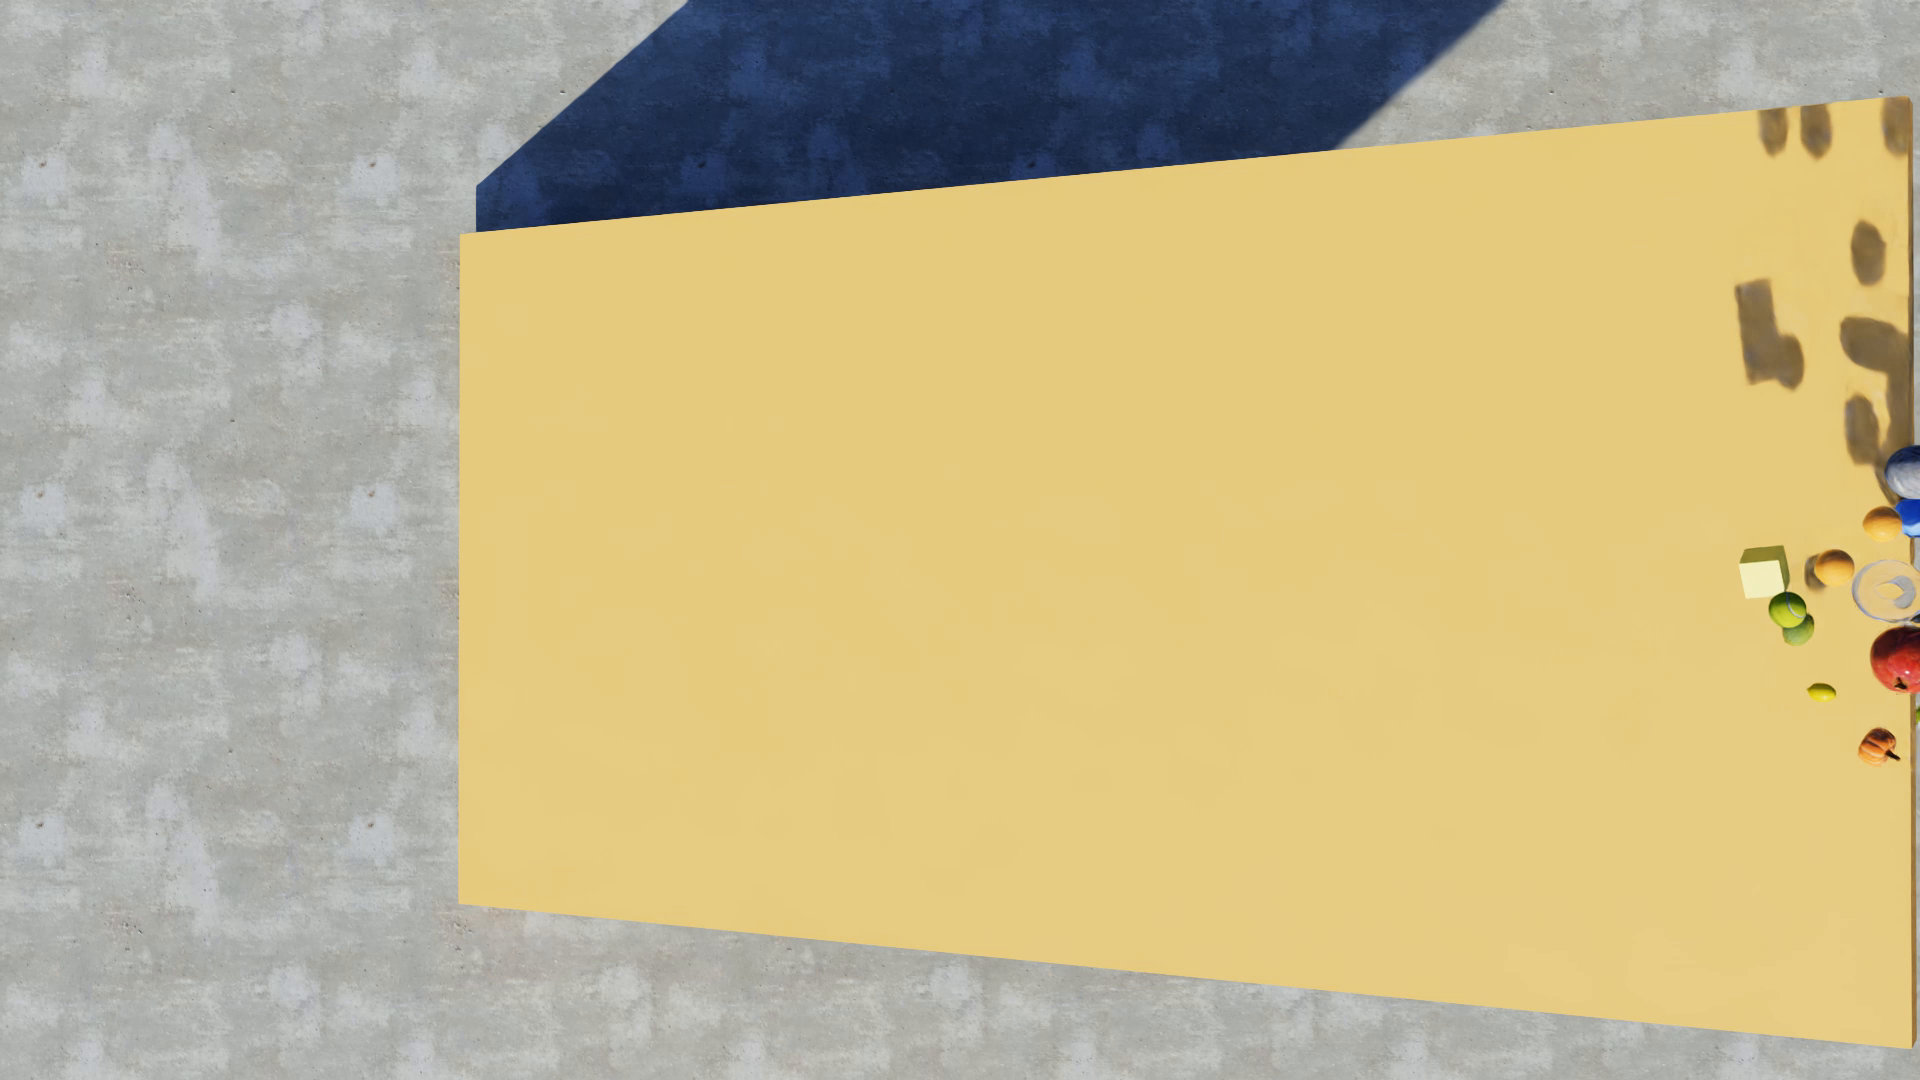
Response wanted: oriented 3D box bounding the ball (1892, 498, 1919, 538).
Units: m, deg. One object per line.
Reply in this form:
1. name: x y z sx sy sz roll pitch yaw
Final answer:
1. ball: 1.944 -0.048 4.479 0.083 0.083 0.083 0 89 0

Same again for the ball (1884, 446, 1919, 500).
1. ball: 1.545 -0.110 3.561 0.087 0.087 0.087 0 89 0

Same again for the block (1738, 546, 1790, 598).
1. block: 1.639 0.065 4.477 0.077 0.077 0.077 -7 110 31

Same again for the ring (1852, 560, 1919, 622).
1. ring: 1.845 0.101 4.364 0.143 0.048 0.143 -8 52 10

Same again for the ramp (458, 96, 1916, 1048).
1. ramp: 0.272 0.076 5.635 4.000 0.100 2.000 0 89 29

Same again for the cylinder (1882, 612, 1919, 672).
1. cylinder: 1.919 0.202 4.417 0.088 0.088 0.088 26 132 0
